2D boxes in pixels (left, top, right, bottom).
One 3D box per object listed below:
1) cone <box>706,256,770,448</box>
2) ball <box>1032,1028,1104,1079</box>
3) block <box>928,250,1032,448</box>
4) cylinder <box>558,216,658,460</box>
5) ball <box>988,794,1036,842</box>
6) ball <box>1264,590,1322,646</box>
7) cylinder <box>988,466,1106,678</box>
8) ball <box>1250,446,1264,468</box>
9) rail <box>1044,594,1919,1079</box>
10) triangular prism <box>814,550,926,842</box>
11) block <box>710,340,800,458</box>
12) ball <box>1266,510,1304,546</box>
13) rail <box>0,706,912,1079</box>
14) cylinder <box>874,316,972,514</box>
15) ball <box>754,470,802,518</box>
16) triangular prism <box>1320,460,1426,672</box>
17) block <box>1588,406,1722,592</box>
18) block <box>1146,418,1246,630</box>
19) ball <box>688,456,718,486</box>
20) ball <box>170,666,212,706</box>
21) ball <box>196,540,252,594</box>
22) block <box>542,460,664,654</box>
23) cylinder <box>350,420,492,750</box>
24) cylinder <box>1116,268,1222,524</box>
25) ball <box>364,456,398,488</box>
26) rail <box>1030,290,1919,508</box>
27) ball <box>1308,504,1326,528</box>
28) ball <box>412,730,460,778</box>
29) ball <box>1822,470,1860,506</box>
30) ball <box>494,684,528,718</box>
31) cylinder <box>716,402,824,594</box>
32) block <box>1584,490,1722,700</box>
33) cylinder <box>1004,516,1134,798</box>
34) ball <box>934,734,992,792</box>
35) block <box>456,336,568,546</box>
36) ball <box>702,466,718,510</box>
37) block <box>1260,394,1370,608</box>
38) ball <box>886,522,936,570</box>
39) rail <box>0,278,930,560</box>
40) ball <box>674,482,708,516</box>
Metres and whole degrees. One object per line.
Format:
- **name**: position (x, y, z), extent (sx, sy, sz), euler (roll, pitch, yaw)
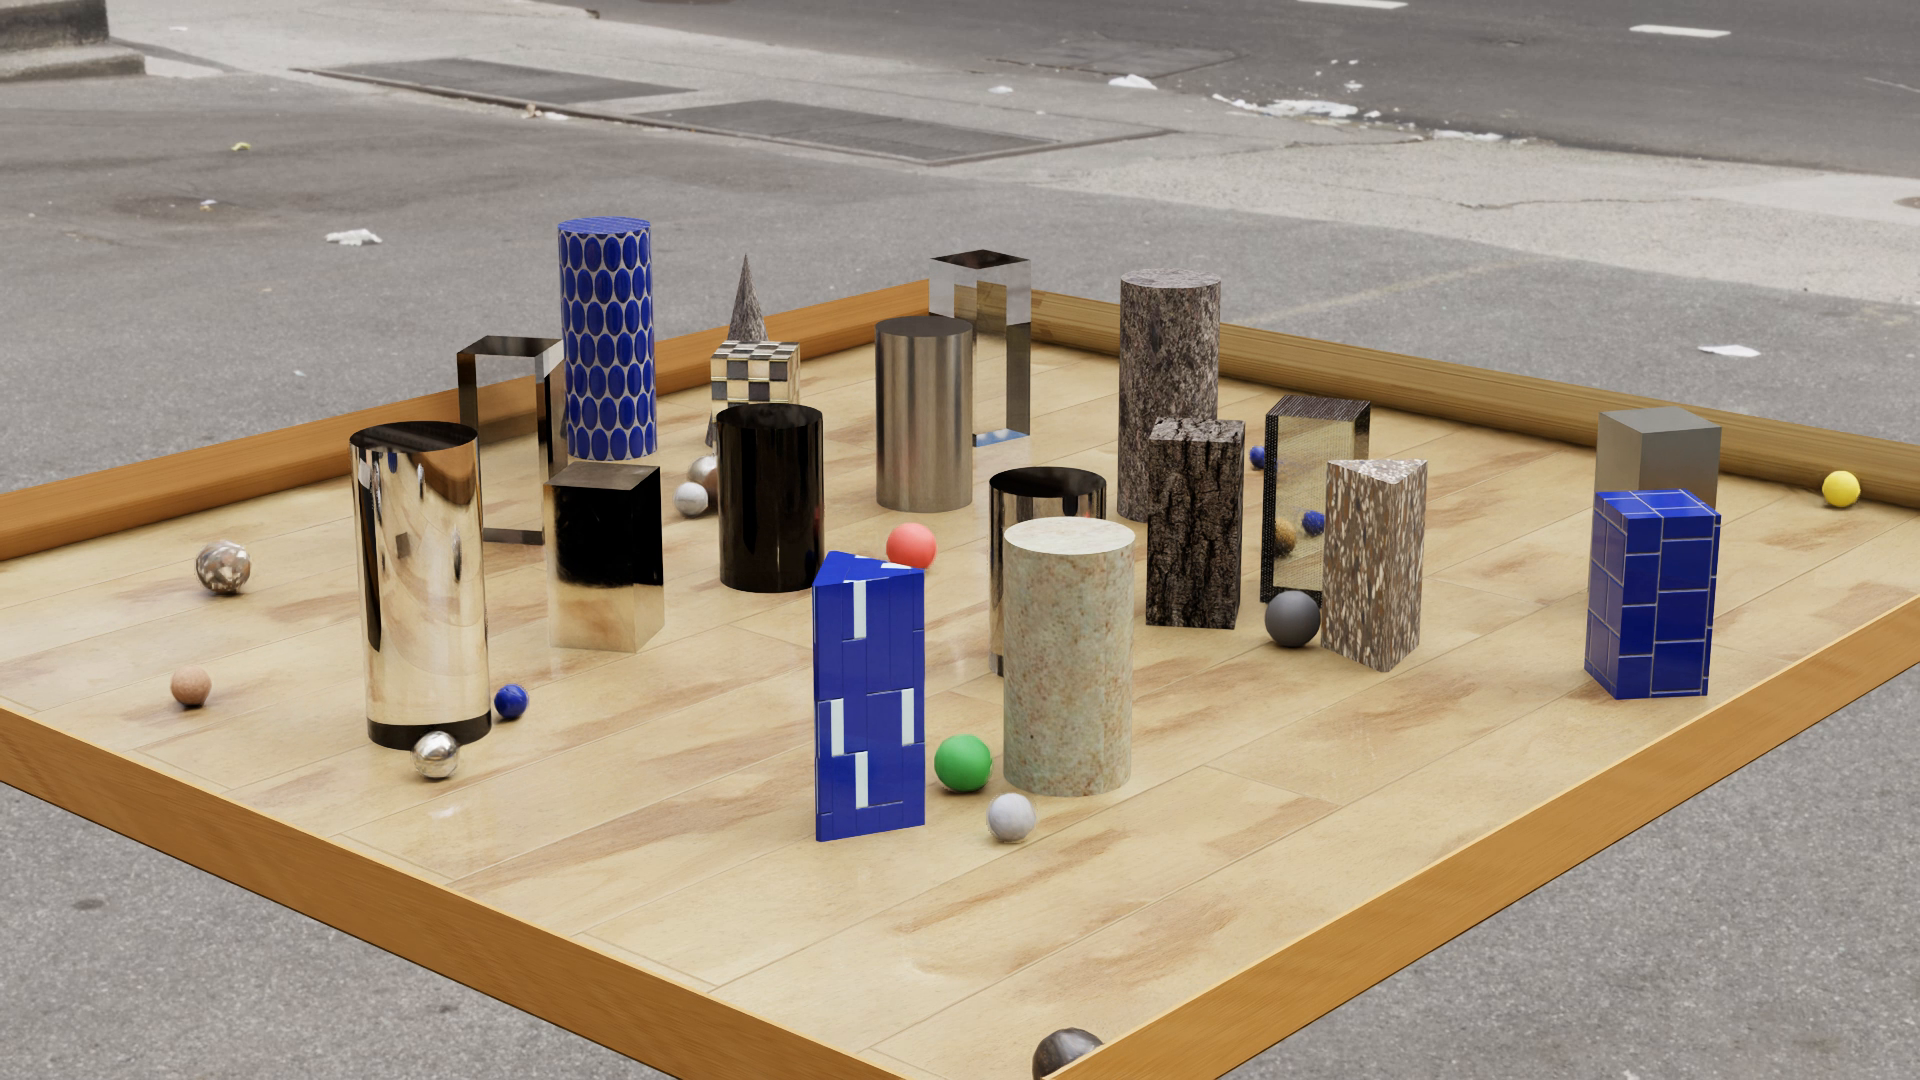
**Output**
- **cone**: position (-0.438, -0.399, 6.062), extent (0.187, 0.401, 0.187), euler (0, 17, 0)
- **ball**: position (0.126, 0.596, 3.307), extent (0.091, 0.091, 0.091), euler (0, 17, 0)
- **block**: position (0.042, -0.401, 6.115), extent (0.150, 0.374, 0.150), euler (-14, 22, -39)
- **cylinder**: position (-0.719, -0.412, 5.989), extent (0.187, 0.468, 0.187), euler (0, 17, 0)
- **ball**: position (0.072, 0.383, 4.054), extent (0.066, 0.066, 0.066), euler (0, 17, 0)
- **ball**: position (0.550, 0.130, 4.846), extent (0.093, 0.093, 0.093), euler (0, 17, 0)
- **cylinder**: position (0.140, 0.055, 4.719), extent (0.187, 0.309, 0.187), euler (0, 17, 0)
- **ball**: position (0.606, -0.167, 5.909), extent (0.045, 0.045, 0.045), euler (0, 17, 0)
- **rail**: position (1.062, 0.297, 4.239), extent (0.045, 0.122, 3.203), euler (14, 22, 39)
- **triangular prism**: position (-0.151, 0.211, 4.094), extent (0.162, 0.372, 0.141), euler (-7, 18, -23)
- **block**: position (-0.399, -0.242, 5.770), extent (0.150, 0.270, 0.150), euler (2, 17, 6)
- **ball**: position (0.599, -0.022, 5.388), extent (0.070, 0.070, 0.070), euler (0, 17, 0)
- **rail**: position (-1.035, 0.375, 3.980), extent (2.859, 0.122, 0.045), euler (14, 22, 39)
- **cylinder**: position (-0.069, -0.243, 5.644), extent (0.187, 0.345, 0.187), euler (0, 17, 0)
- **ball**: position (-0.345, -0.087, 5.565), extent (0.093, 0.093, 0.093), euler (0, 17, 0)
- **triangular prism**: position (0.701, 0.032, 4.784), extent (0.141, 0.317, 0.162), euler (-11, 20, -31)
- **block**: position (1.192, -0.050, 5.041), extent (0.150, 0.325, 0.150), euler (-5, 18, -16)
- **block**: position (0.399, -0.030, 4.971), extent (0.150, 0.325, 0.150), euler (3, 17, 9)
- **ball**: position (-0.486, -0.122, 5.694), extent (0.083, 0.083, 0.083), euler (0, 17, 0)
- **ball**: position (-1.200, 0.228, 4.575), extent (0.062, 0.062, 0.062), euler (0, 17, 0)
- **ball**: position (-1.286, 0.046, 5.120), extent (0.094, 0.094, 0.094), euler (0, 17, 0)
- **block**: position (-0.589, 0.027, 4.865), extent (0.150, 0.279, 0.150), euler (4, 17, 12)
- **cylinder**: position (-0.810, 0.068, 4.412), extent (0.187, 0.462, 0.187), euler (0, 17, 0)
- **cylinder**: position (0.395, -0.273, 5.553), extent (0.187, 0.454, 0.187), euler (0, 17, 0)
- **ball**: position (-1.136, -0.133, 5.762), extent (0.066, 0.066, 0.066), euler (0, 17, 0)
- **rail**: position (1.035, -0.314, 6.261), extent (2.859, 0.122, 0.045), euler (14, 22, 39)
- **ball**: position (0.678, -0.045, 5.506), extent (0.046, 0.046, 0.046), euler (0, 17, 0)
- **ball**: position (-0.764, 0.313, 4.280), extent (0.069, 0.069, 0.069), euler (0, 17, 0)
- **ball**: position (1.695, -0.098, 5.642), extent (0.069, 0.069, 0.069), euler (0, 17, 0)
- **ball**: position (-0.693, 0.250, 4.520), extent (0.052, 0.052, 0.052), euler (0, 17, 0)
- **cylinder**: position (-0.334, -0.076, 5.173), extent (0.187, 0.296, 0.187), euler (0, 17, 0)
- **block**: position (1.094, 0.085, 4.643), extent (0.150, 0.296, 0.150), euler (-2, 17, -7)
- **cylinder**: position (0.157, 0.168, 4.250), extent (0.187, 0.365, 0.187), euler (0, 17, 0)
- **ball**: position (0.004, 0.321, 4.230), extent (0.083, 0.083, 0.083), euler (0, 17, 0)
- **block**: position (-0.826, -0.186, 5.435), extent (0.150, 0.356, 0.150), euler (4, 17, 12)
- **ball**: position (-0.450, -0.100, 5.617), extent (0.087, 0.087, 0.087), euler (0, 17, 0)
- **block**: position (0.615, -0.066, 5.074), extent (0.150, 0.335, 0.150), euler (6, 18, 18)
- **ball**: position (-0.087, 0.014, 5.234), extent (0.090, 0.090, 0.090), euler (0, 17, 0)
- **rail**: position (-1.062, -0.236, 6.003), extent (0.045, 0.122, 3.203), euler (14, 22, 39)
- **ball**: position (-0.511, -0.077, 5.577), extent (0.065, 0.065, 0.065), euler (0, 17, 0)
